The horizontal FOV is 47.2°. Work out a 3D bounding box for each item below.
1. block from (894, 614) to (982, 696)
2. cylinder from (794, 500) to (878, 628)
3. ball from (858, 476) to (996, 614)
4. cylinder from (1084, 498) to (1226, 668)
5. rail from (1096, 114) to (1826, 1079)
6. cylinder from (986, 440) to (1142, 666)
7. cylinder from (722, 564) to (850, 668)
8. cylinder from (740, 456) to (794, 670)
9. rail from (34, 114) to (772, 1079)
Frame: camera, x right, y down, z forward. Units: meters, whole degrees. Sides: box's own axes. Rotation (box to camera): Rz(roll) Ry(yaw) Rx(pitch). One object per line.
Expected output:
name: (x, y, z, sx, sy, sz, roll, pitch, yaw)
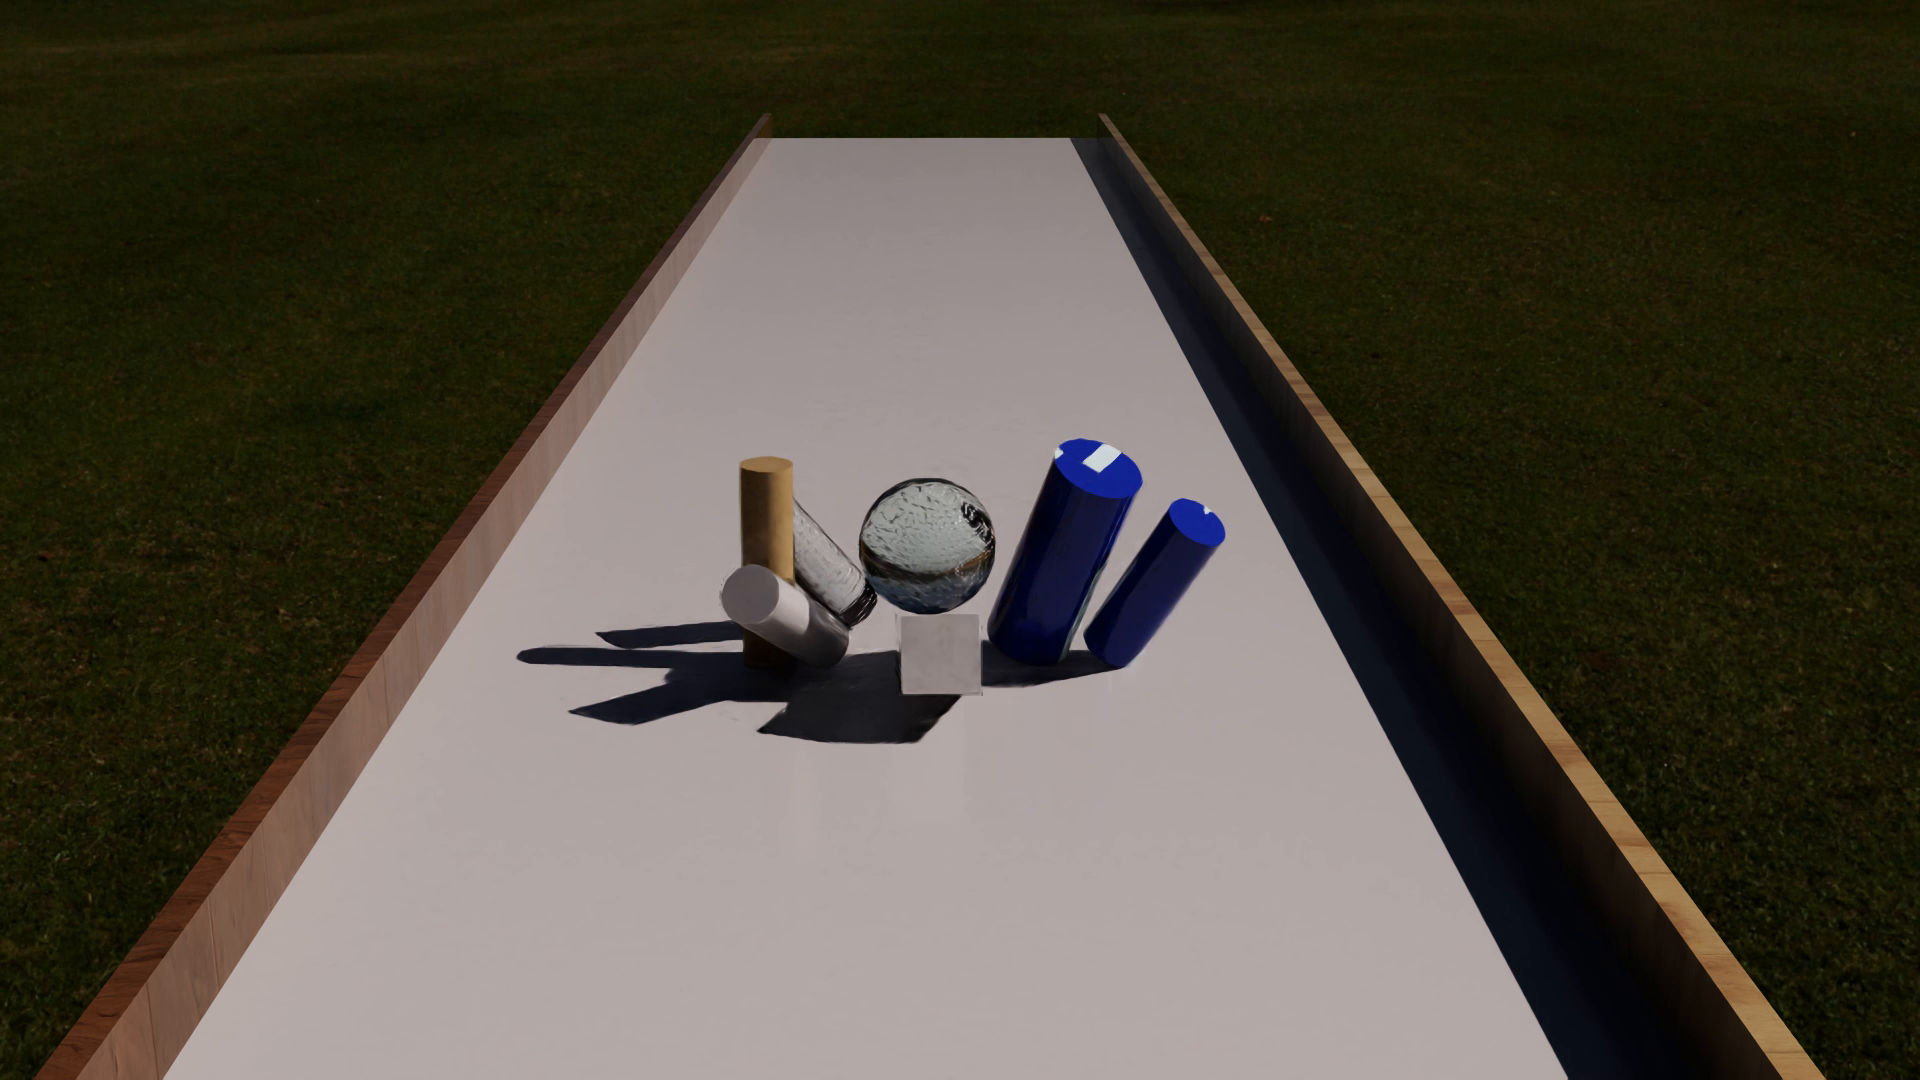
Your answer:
block: (-0.044, 0.211, 4.103, 0.143, 0.143, 0.318, -1, -2, -4)
cylinder: (-0.306, 0.038, 4.522, 0.116, 0.339, 0.116, -20, 45, 22)
ball: (-0.062, 0.011, 4.197, 0.264, 0.264, 0.264, 0, 17, 0)
cylinder: (0.377, 0.088, 4.292, 0.122, 0.360, 0.122, 19, 39, -16)
rail: (0.932, -0.844, 7.801, 0.050, 0.150, 12.000, 0, 17, -1)
cylinder: (0.199, 0.029, 4.301, 0.175, 0.441, 0.175, 13, 38, -10)
cylinder: (-0.328, 0.150, 4.185, 0.114, 0.114, 0.389, 6, -13, 18)
cylinder: (-0.379, 0.048, 4.337, 0.104, 0.411, 0.104, 1, 19, 0)
rail: (-1.118, -0.838, 7.780, 0.050, 0.150, 12.000, 0, 17, -1)
